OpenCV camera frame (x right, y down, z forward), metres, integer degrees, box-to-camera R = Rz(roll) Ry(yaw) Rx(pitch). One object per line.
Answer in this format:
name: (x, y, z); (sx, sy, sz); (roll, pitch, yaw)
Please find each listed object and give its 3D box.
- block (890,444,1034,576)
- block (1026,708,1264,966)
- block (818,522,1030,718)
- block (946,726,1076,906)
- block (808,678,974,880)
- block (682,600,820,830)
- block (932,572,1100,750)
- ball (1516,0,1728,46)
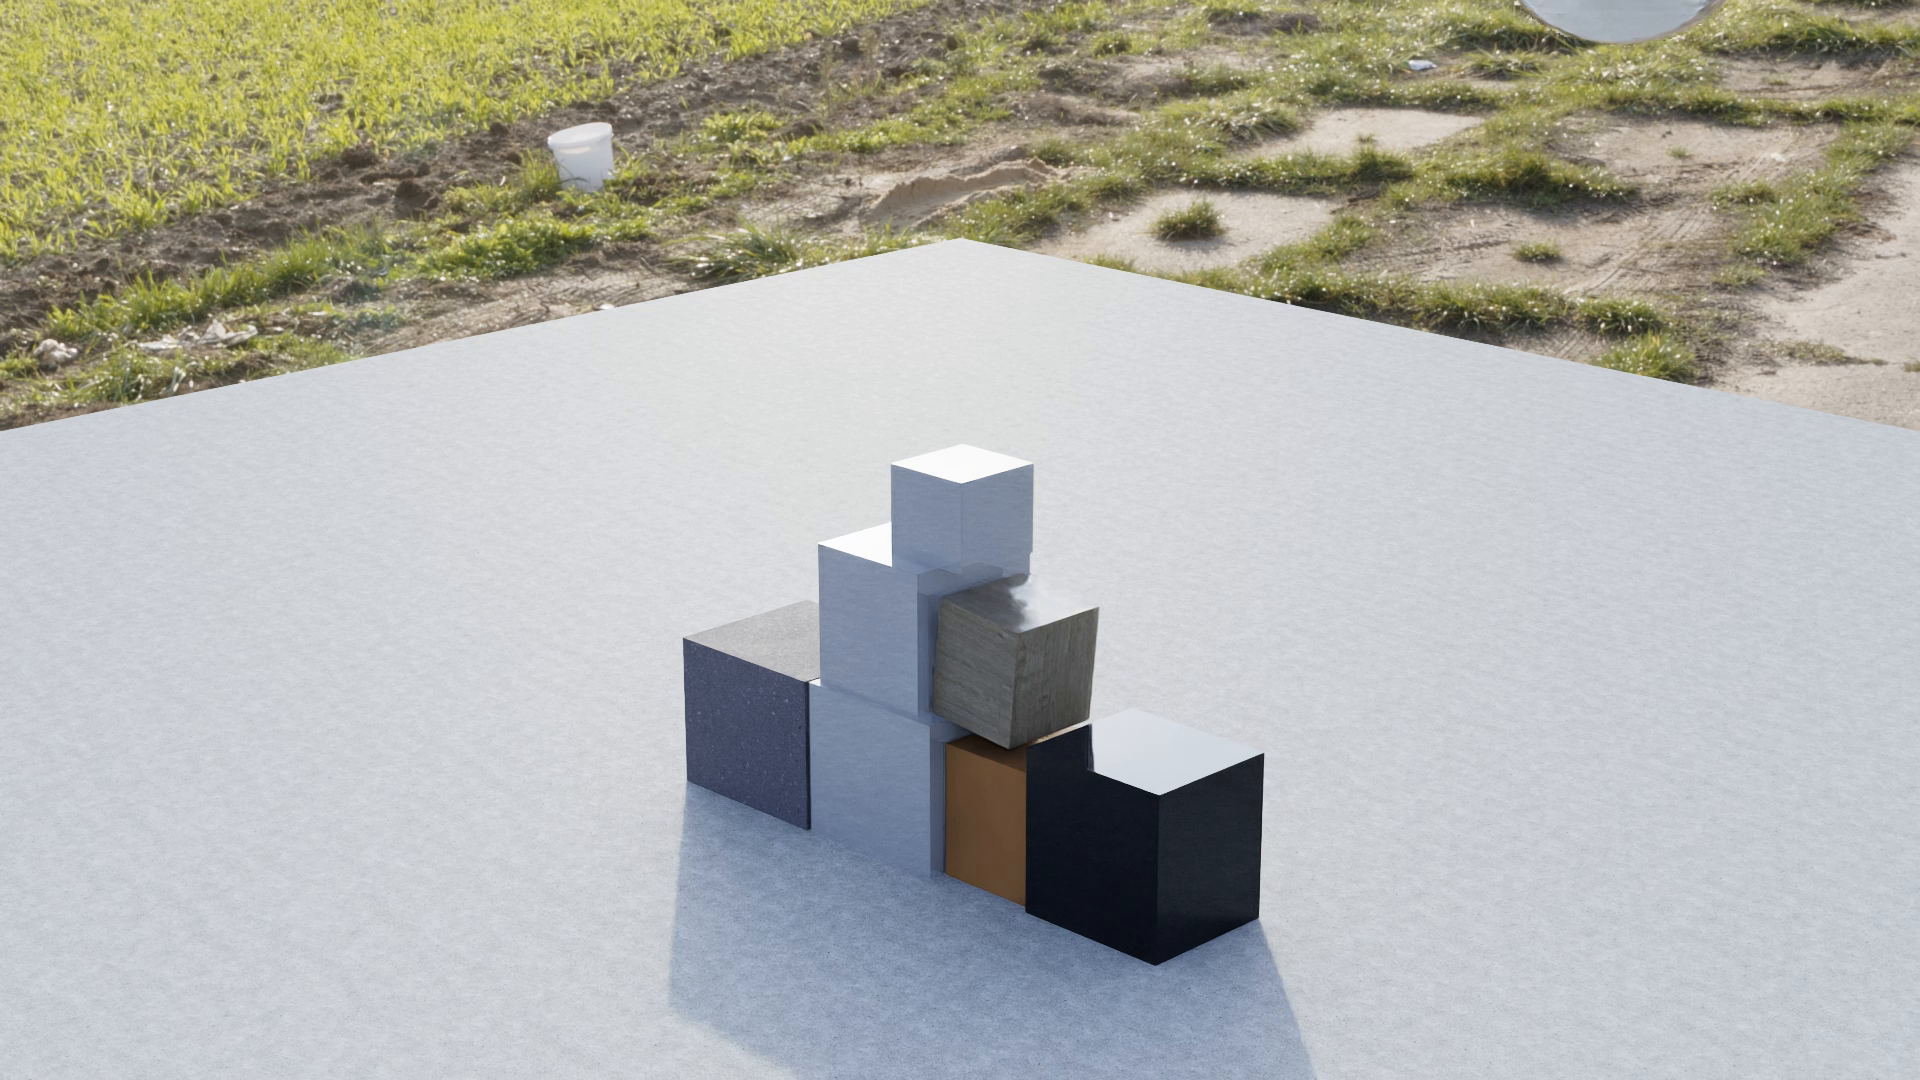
block: (0.010, -0.143, 13.307); (0.463, 0.427, 0.451); (-17, 24, -42)
block: (0.809, 1.292, 12.920); (0.694, 0.788, 0.772); (-17, 24, -42)
block: (-0.165, 0.333, 13.642); (0.729, 0.684, 0.656); (-17, 24, -42)
block: (0.327, 1.224, 13.376); (0.571, 0.644, 0.533); (-17, 24, -42)
block: (-0.145, 1.026, 13.829); (0.784, 0.750, 0.810); (-17, 24, -42)
block: (-0.751, 0.842, 14.409); (0.818, 0.753, 0.888); (-17, 24, -42)
block: (0.250, 0.539, 13.241); (0.526, 0.561, 0.488); (-17, 29, -42)
ball: (3.645, -3.522, 16.056); (1.600, 1.600, 1.600); (0, 17, 0)
